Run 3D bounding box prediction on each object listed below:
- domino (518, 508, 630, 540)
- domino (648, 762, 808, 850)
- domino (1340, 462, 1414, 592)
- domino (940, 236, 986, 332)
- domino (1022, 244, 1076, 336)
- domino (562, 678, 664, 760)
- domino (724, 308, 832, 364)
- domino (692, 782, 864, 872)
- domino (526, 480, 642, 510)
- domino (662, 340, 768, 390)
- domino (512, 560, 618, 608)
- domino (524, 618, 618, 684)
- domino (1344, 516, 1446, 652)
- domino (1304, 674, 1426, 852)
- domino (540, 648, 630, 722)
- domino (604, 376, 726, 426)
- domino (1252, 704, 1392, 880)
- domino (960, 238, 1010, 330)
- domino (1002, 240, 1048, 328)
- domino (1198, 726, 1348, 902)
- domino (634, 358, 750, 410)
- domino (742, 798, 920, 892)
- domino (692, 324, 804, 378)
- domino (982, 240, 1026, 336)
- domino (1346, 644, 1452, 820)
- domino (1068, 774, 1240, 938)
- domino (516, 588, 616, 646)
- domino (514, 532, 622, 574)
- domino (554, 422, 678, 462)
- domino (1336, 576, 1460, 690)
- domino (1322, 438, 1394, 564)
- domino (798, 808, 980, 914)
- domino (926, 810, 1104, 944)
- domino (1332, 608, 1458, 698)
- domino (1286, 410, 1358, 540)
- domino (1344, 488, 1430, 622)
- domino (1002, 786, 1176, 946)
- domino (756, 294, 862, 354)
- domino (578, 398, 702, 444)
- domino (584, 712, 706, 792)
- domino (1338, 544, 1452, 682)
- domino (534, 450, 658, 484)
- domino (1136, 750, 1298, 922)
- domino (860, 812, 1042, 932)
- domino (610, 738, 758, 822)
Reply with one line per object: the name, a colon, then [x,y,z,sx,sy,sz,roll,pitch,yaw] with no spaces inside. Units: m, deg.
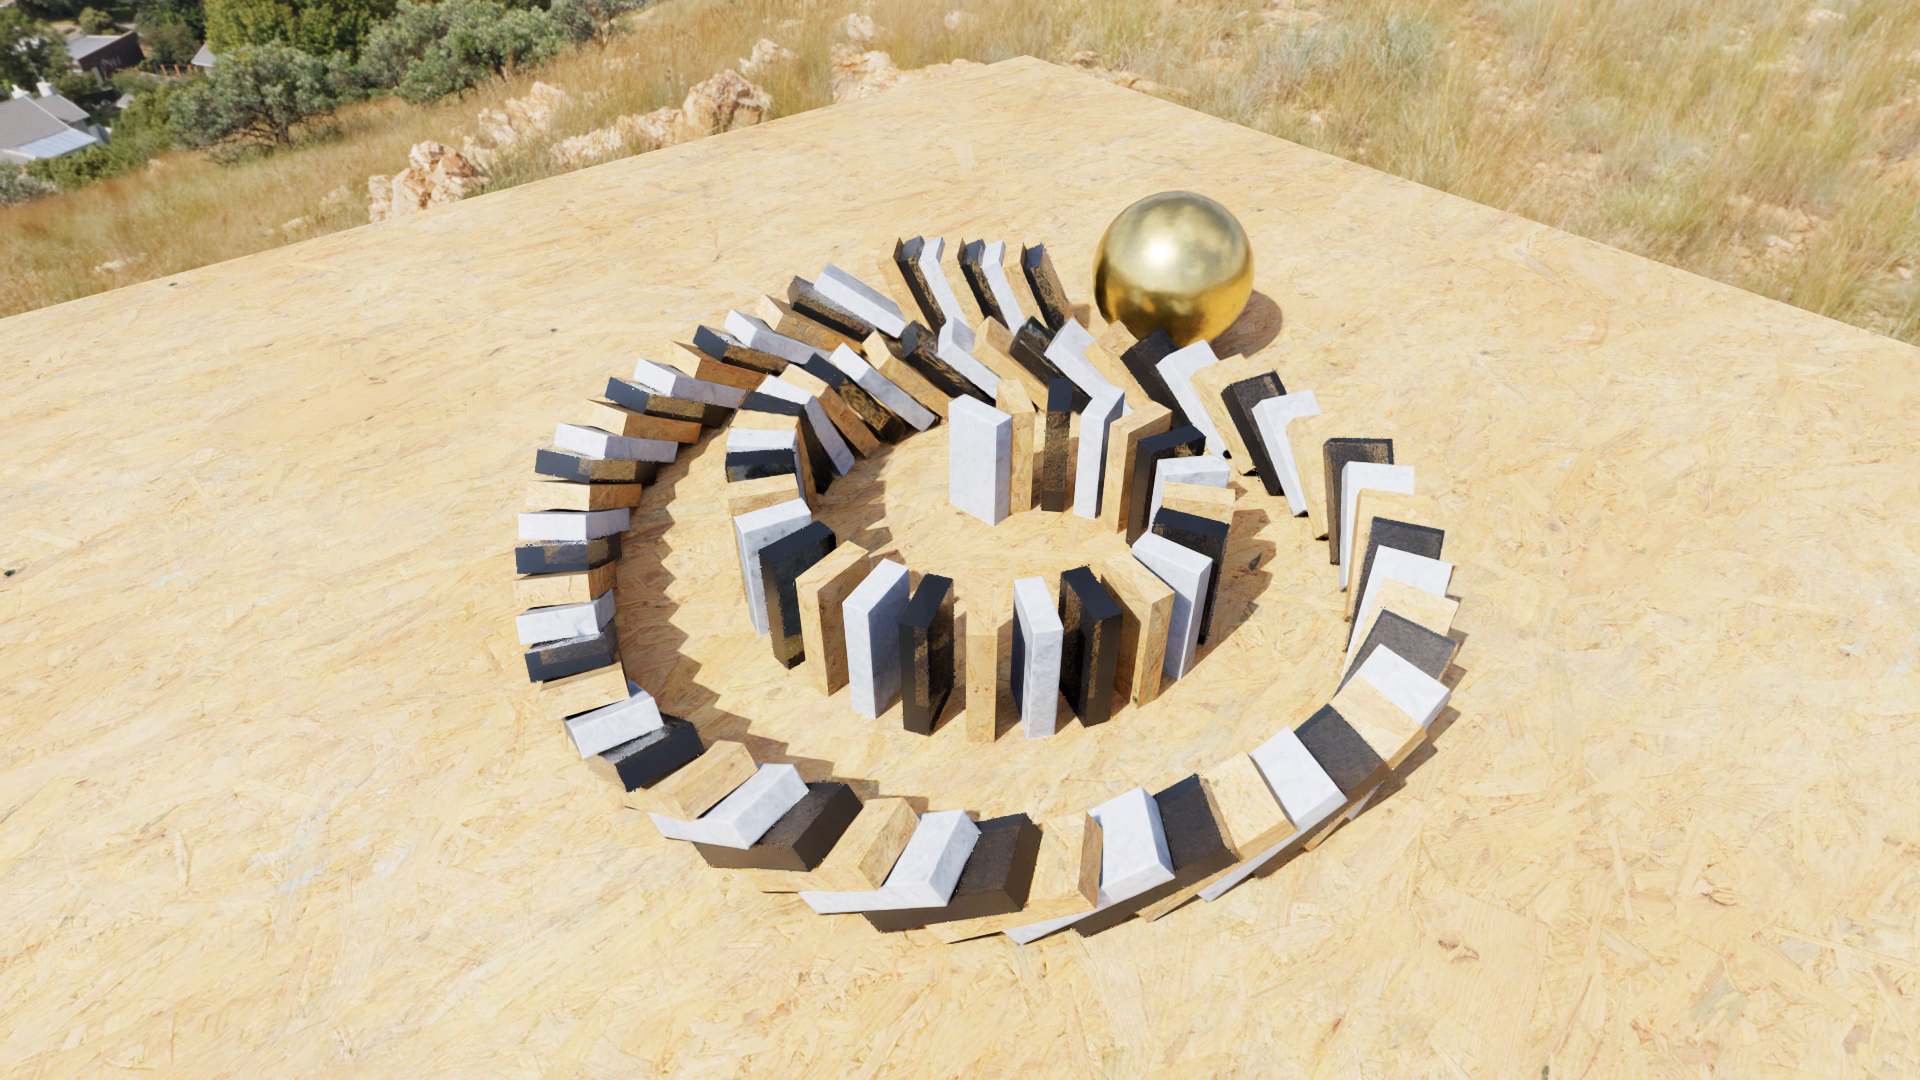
domino: [-0.150,-0.007,0.431,0.025,0.009,0.050,1,5,1]
domino: [-0.070,0.078,0.327,0.050,0.010,0.025,-11,23,48]
domino: [0.162,-0.004,0.427,0.025,0.010,0.050,5,75,6]
domino: [0.006,-0.128,0.568,0.009,0.050,0.025,-16,35,20]
domino: [0.047,-0.123,0.562,0.009,0.050,0.025,-16,35,20]
domino: [-0.113,0.056,0.353,0.025,0.009,0.050,-21,9,-23]
domino: [-0.089,-0.098,0.542,0.050,0.009,0.025,10,23,-48]
domino: [-0.054,0.083,0.321,0.050,0.009,0.025,-13,24,44]
domino: [-0.151,-0.019,0.445,0.025,0.010,0.050,5,4,6]
domino: [-0.113,-0.081,0.522,0.025,0.009,0.050,31,14,32]
domino: [-0.144,0.016,0.403,0.025,0.009,0.050,-5,5,-7]
domino: [-0.132,0.037,0.377,0.025,0.009,0.050,-12,6,-14]
domino: [0.158,0.018,0.400,0.025,0.009,0.050,13,76,15]
domino: [0.115,0.068,0.339,0.050,0.010,0.025,-45,49,2]
domino: [-0.124,0.047,0.365,0.025,0.009,0.050,-15,7,-17]
domino: [-0.133,-0.062,0.499,0.025,0.010,0.050,24,10,26]
domino: [0.101,0.075,0.330,0.050,0.010,0.025,-41,46,6]
domino: [0.016,-0.126,0.566,0.009,0.050,0.025,-16,35,20]
domino: [0.037,-0.125,0.564,0.009,0.050,0.025,-16,35,20]
domino: [0.085,0.081,0.324,0.050,0.009,0.025,-39,43,8]
domino: [-0.123,-0.072,0.510,0.025,0.010,0.050,27,12,29]
domino: [-0.037,0.088,0.315,0.050,0.010,0.025,-16,25,40]
domino: [-0.101,-0.090,0.532,0.025,0.010,0.050,35,16,35]
domino: [0.026,-0.126,0.566,0.010,0.050,0.025,-16,35,20]
domino: [0.128,0.060,0.348,0.050,0.009,0.025,-50,53,-1]
domino: [0.051,0.090,0.313,0.050,0.010,0.025,-32,37,16]
domino: [-0.138,0.027,0.390,0.025,0.010,0.050,-9,6,-10]
domino: [-0.147,0.005,0.417,0.025,0.010,0.050,-3,5,-3]
domino: [-0.147,-0.041,0.473,0.025,0.009,0.050,15,7,18]
domino: [0.147,0.040,0.373,0.025,0.009,0.050,22,79,25]
domino: [0.161,-0.016,0.441,0.025,0.009,0.050,1,75,1]
domino: [-0.020,0.091,0.311,0.050,0.009,0.025,-18,27,37]
domino: [0.015,0.094,0.307,0.050,0.009,0.025,-24,30,28]
domino: [0.139,0.050,0.360,0.025,0.010,0.050,28,83,30]
domino: [0.154,-0.027,0.455,0.025,0.009,0.050,-8,76,-9]
domino: [0.161,0.007,0.413,0.025,0.009,0.050,9,75,10]
domino: [0.034,0.092,0.310,0.050,0.010,0.025,-31,35,20]
domino: [-0.075,-0.106,0.552,0.050,0.010,0.025,15,23,-43]
domino: [-0.141,-0.052,0.486,0.025,0.009,0.050,19,8,23]
domino: [-0.100,0.065,0.343,0.025,0.009,0.050,-27,11,-29]
domino: [0.153,0.029,0.386,0.025,0.010,0.050,16,77,19]
domino: [-0.151,-0.030,0.459,0.025,0.010,0.050,11,6,14]
domino: [0.069,0.086,0.318,0.050,0.010,0.025,-36,40,11]
domino: [-0.003,0.093,0.308,0.050,0.009,0.025,-21,29,33]
domino: [-0.085,0.072,0.335,0.025,0.010,0.050,-35,16,-35]
